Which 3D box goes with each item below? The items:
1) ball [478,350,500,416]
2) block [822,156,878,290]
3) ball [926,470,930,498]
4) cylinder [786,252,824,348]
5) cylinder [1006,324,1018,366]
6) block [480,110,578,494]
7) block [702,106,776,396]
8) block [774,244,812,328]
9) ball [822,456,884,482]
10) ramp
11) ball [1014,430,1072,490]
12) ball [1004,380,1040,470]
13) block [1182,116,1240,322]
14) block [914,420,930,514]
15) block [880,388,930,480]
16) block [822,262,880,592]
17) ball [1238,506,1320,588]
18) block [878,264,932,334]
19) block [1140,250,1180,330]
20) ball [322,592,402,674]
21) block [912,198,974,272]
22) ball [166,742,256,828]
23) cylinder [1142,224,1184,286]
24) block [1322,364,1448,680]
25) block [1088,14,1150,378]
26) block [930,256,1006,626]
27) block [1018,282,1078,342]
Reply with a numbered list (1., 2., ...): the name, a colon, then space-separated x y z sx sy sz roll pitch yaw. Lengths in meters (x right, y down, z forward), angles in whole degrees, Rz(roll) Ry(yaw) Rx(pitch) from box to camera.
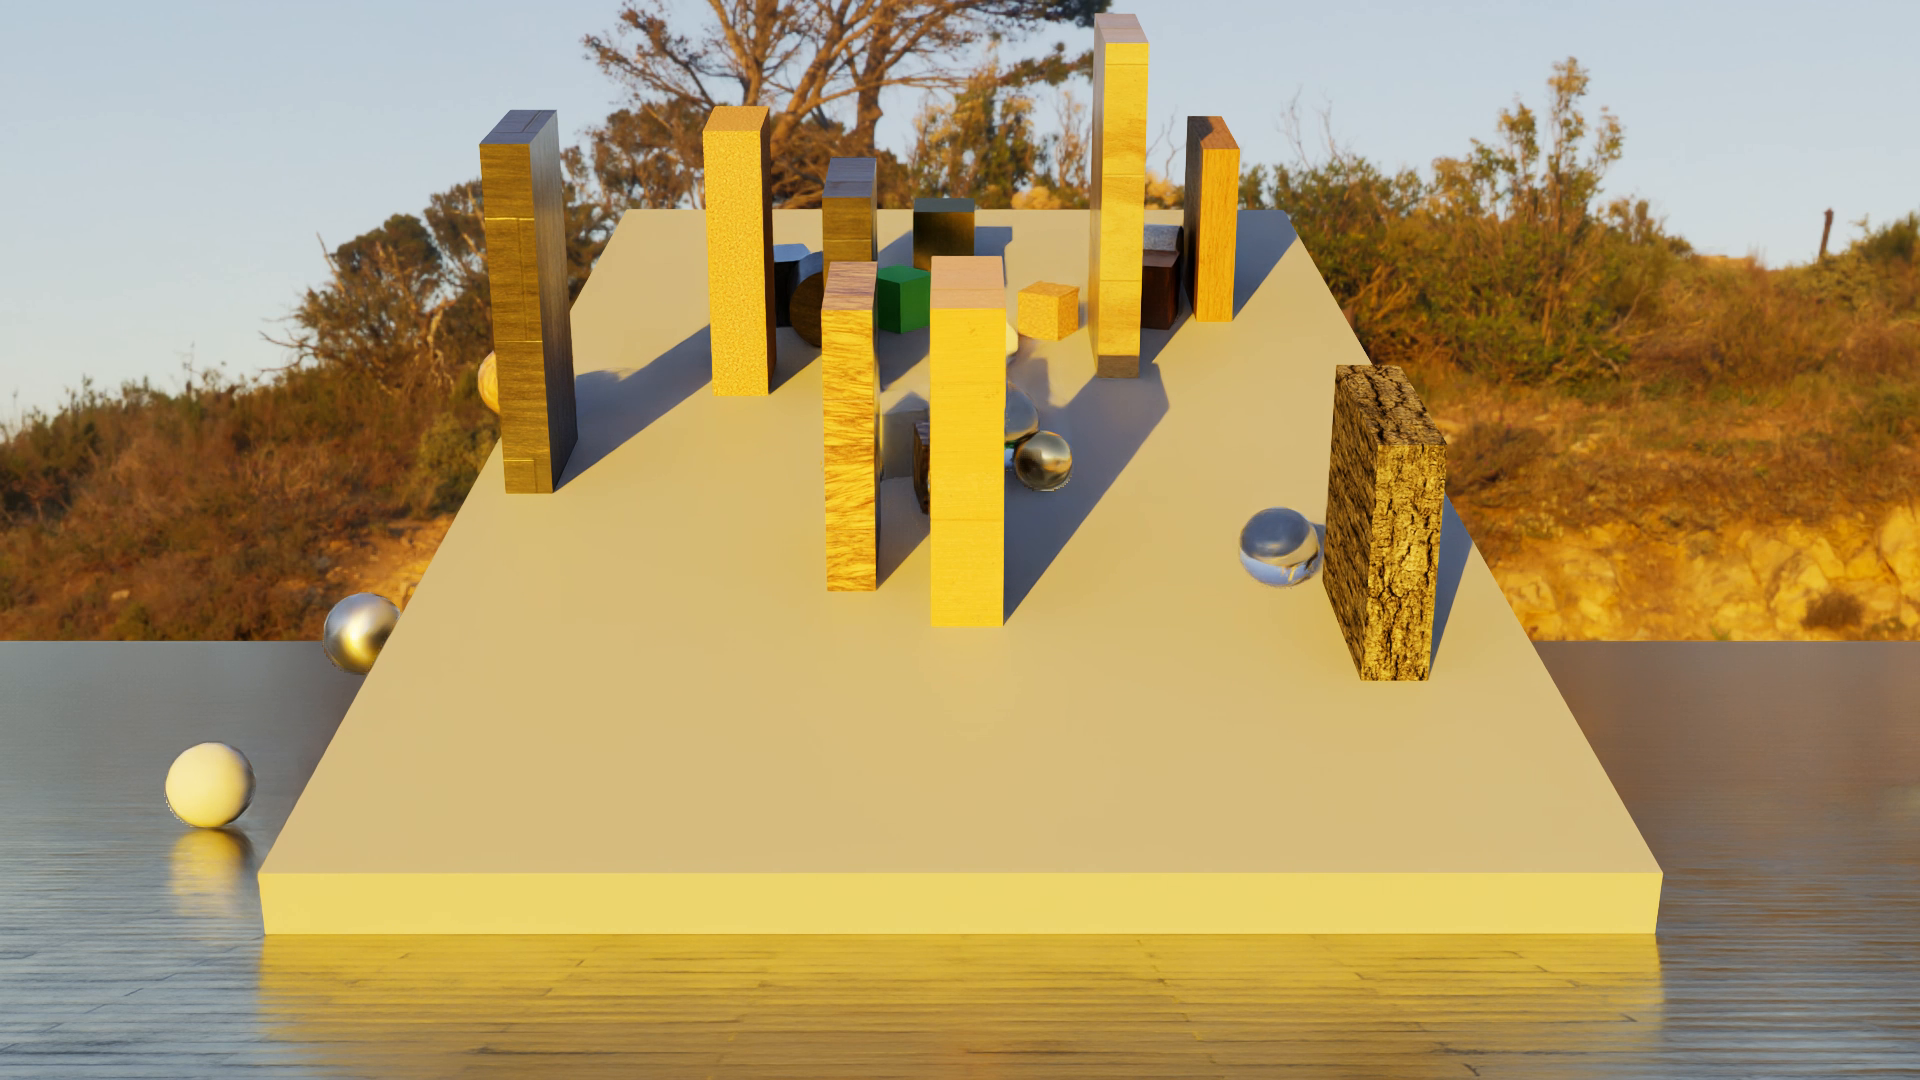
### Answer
1. ball: -0.974 -0.348 5.026 0.166 0.166 0.166 0 -2 0
2. block: -0.253 -0.614 5.352 0.108 0.475 0.417 0 22 0
3. ball: 0.010 -0.107 4.415 0.150 0.150 0.150 0 -2 0
4. cylinder: -0.328 -0.597 5.687 0.196 0.196 0.196 0 22 -6
5. cylinder: 0.057 -0.480 5.495 0.122 0.122 0.122 1 19 -29
6. block: -0.881 -0.492 4.711 0.096 0.720 0.339 0 22 0
7. block: -0.506 -0.670 5.303 0.126 0.614 0.282 0 22 0
8. block: -0.465 -0.648 5.848 0.171 0.171 0.171 -5 22 -14
9. ball: -0.212 -0.141 4.544 0.122 0.122 0.122 0 -2 0
10. ramp: -0.006 -0.219 5.139 2.000 0.100 4.000 0 22 0
11. ball: 0.171 -0.164 4.703 0.120 0.120 0.120 0 -2 0
12. ball: 0.069 -0.242 4.798 0.194 0.194 0.194 0 -2 0
13. block: 0.649 -0.841 5.967 0.091 0.444 0.418 0 22 0
14. block: -0.011 -0.151 4.633 0.148 0.148 0.148 -3 22 -8
15. block: -0.144 -0.221 4.814 0.143 0.143 0.143 -9 23 -21
16. block: -0.200 -0.215 4.270 0.089 0.535 0.331 0 22 0
17. ball: 0.586 0.013 4.222 0.149 0.149 0.149 0 -2 0
18. block: -0.153 -0.611 5.811 0.131 0.131 0.131 19 28 39
19. block: 0.468 -0.642 5.849 0.162 0.162 0.162 5 22 12
20. ball: -1.204 0.189 4.639 0.164 0.164 0.164 0 -2 0
21. block: -0.044 -0.847 6.353 0.167 0.167 0.167 1 22 1
22. ball: -1.673 0.547 5.121 0.190 0.190 0.190 0 -2 0
23. cylinder: 0.473 -0.730 6.014 0.202 0.202 0.202 5 -1 12
24. block: 0.731 -0.038 3.985 0.113 0.420 0.434 0 22 0
25. block: 0.373 -0.826 5.469 0.097 0.784 0.425 0 22 0
26. block: 0.012 -0.181 4.120 0.127 0.584 0.345 0 22 0
27. block: 0.220 -0.572 5.738 0.114 0.114 0.114 12 24 27
